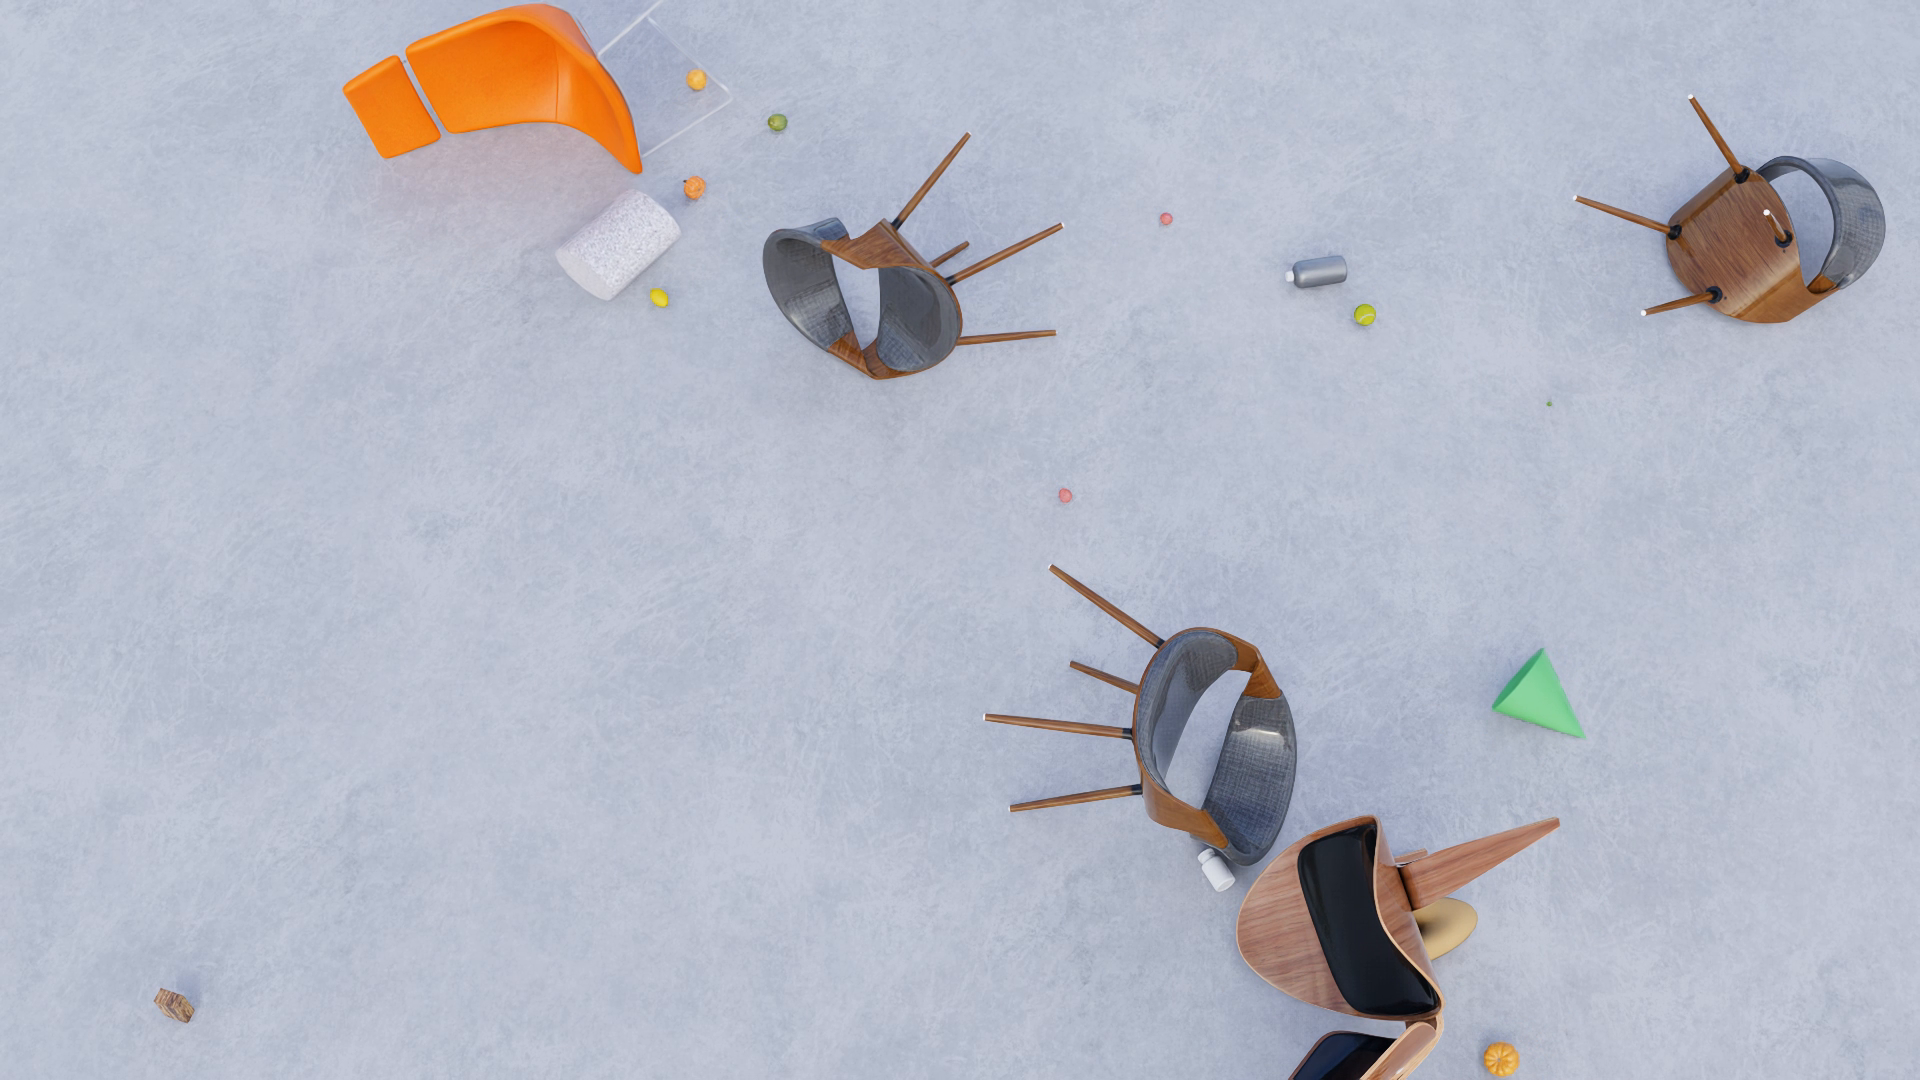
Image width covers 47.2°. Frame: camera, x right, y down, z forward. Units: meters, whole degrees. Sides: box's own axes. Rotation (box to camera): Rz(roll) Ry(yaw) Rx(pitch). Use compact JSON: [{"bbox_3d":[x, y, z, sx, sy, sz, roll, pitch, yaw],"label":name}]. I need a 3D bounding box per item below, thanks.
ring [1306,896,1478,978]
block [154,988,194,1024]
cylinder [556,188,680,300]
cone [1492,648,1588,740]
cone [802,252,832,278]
[{"bbox_3d":[1.140,1.049,5.807,0.483,0.108,0.184,-13,56,-8],"label":"ring"},{"bbox_3d":[-2.037,1.208,5.702,0.066,0.102,0.038,15,57,10],"label":"block"},{"bbox_3d":[-1.106,-0.959,7.124,0.246,0.154,0.331,36,63,13],"label":"cylinder"},{"bbox_3d":[1.672,0.477,6.208,0.256,0.159,0.251,42,63,5],"label":"cone"},{"bbox_3d":[-0.481,-0.878,7.138,0.119,0.107,0.067,32,100,20],"label":"cone"}]
